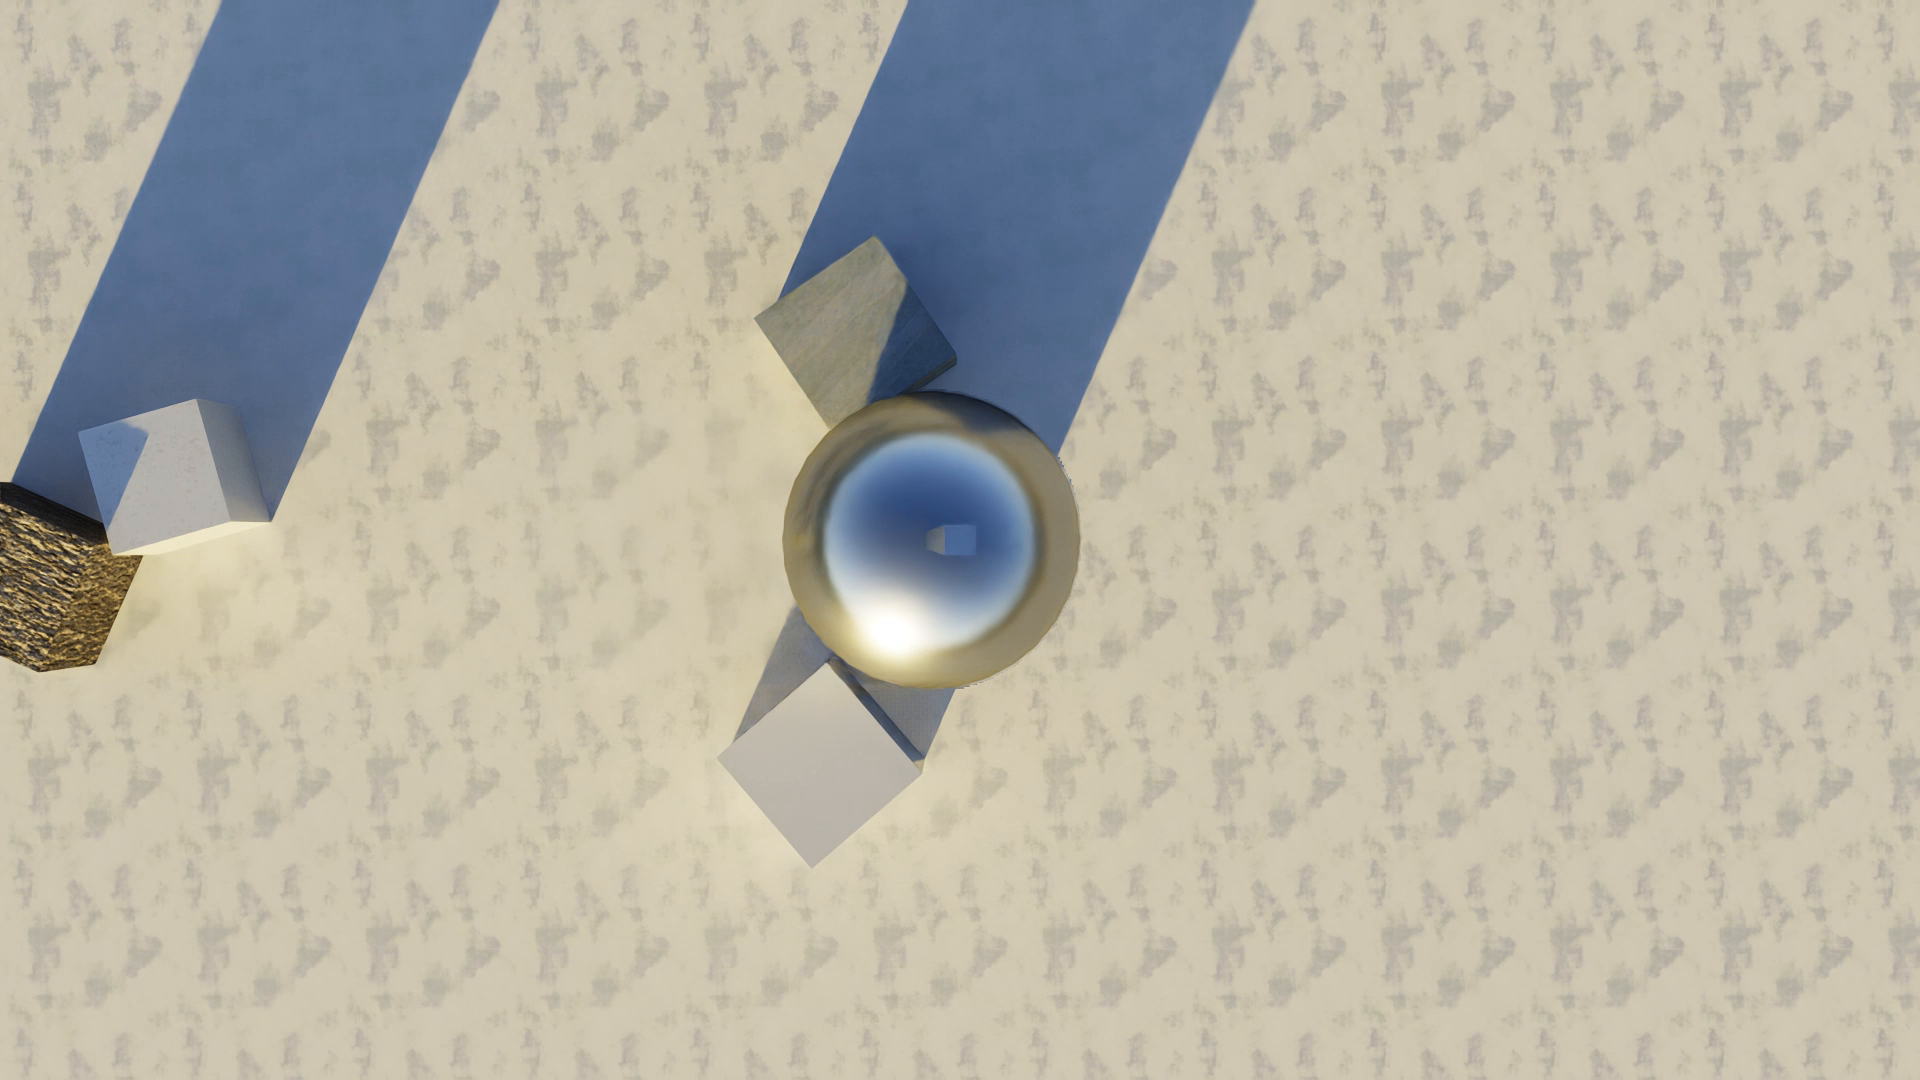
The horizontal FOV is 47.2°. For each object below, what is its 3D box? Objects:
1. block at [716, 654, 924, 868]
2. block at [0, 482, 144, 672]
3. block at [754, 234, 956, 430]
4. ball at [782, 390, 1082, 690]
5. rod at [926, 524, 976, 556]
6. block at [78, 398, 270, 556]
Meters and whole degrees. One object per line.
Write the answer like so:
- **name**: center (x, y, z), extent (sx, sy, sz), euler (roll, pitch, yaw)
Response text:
- **block**: center (-0.779, 1.249, 12.581), extent (0.808, 0.838, 0.813), euler (-41, 90, 0)
- **block**: center (-5.361, 0.197, 12.599), extent (0.893, 0.803, 0.782), euler (24, 90, 0)
- **block**: center (-0.588, -1.142, 12.652), extent (0.827, 0.696, 0.809), euler (-34, 90, 0)
- **ball**: center (-0.150, 0.000, 11.777), extent (1.600, 1.600, 1.600), euler (0, 90, 0)
- **rod**: center (-0.065, 0.000, 8.378), extent (0.080, 5.200, 0.080), euler (0, 90, -1)
- **block**: center (-4.500, -0.353, 12.641), extent (0.688, 0.718, 0.716), euler (-16, 90, 0)
